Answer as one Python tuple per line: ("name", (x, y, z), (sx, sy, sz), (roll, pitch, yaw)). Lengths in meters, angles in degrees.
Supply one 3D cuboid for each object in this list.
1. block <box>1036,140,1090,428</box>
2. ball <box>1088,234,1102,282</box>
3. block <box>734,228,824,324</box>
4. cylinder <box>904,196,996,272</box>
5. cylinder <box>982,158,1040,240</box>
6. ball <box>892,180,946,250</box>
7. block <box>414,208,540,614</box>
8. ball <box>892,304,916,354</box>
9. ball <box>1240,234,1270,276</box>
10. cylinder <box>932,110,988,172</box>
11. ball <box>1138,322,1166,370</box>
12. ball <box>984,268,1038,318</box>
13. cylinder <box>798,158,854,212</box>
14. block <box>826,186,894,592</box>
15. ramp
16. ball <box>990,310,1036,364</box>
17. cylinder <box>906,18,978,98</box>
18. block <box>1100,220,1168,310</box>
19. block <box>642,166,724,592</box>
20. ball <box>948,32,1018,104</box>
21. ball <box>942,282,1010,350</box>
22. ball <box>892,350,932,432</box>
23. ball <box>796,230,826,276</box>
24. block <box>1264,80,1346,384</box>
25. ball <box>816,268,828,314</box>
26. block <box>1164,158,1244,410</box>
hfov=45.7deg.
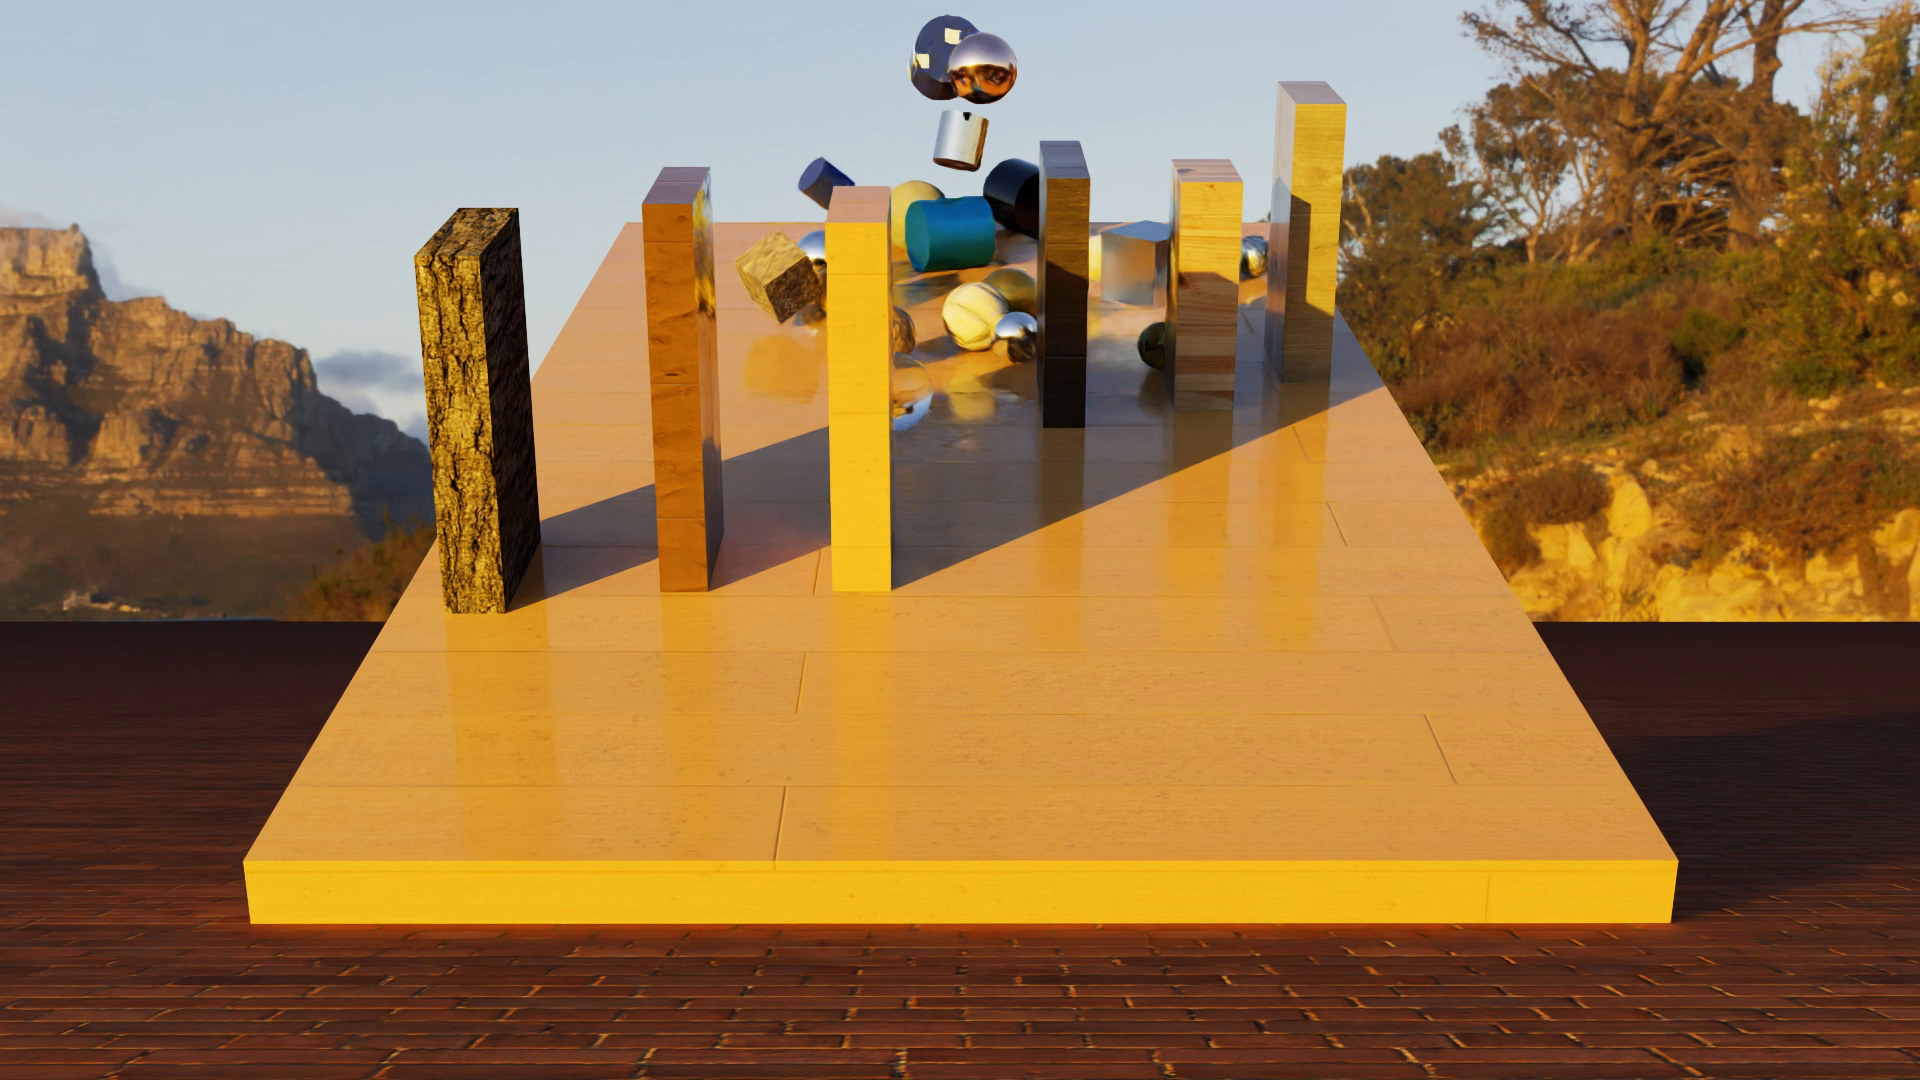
("block", (0.229, -0.581, 5.113), (0.092, 0.554, 0.427), (0, 21, 0))
("ball", (0.378, -0.757, 6.130), (0.129, 0.129, 0.129), (0, -2, 0))
("block", (-0.458, -0.666, 5.756), (0.141, 0.141, 0.141), (42, -16, 37))
("cylinder", (-0.028, -0.854, 6.344), (0.195, 0.195, 0.195), (-8, 1, -20))
("cylinder", (0.203, -1.012, 6.750), (0.204, 0.204, 0.204), (1, 18, -29))
("ball", (-0.126, -0.929, 6.529), (0.203, 0.203, 0.203), (0, -2, 0))
("block", (-0.855, -0.237, 4.070), (0.108, 0.643, 0.372), (0, 21, 0))
("ball", (-0.180, -0.488, 5.434), (0.152, 0.152, 0.152), (0, -2, 0))
("ball", (0.808, -0.783, 6.274), (0.114, 0.114, 0.114), (0, -2, 0))
("cylinder", (0.001, -1.160, 6.619), (0.141, 0.141, 0.141), (11, -2, 0))
("ball", (0.479, -0.462, 5.409), (0.115, 0.115, 0.115), (0, -2, 0))
("ball", (0.125, -0.600, 5.704), (0.163, 0.163, 0.163), (0, -2, 0))
("cylinder", (-0.373, -0.991, 6.364), (0.113, 0.113, 0.113), (35, -20, -29))
("block", (-0.178, -0.277, 4.133), (0.105, 0.676, 0.301), (0, 21, 0))
("ramp", (-0.005, -0.212, 5.061), (2.000, 0.100, 4.000), (0, 21, 0))
("ball", (0.135, -0.487, 5.469), (0.126, 0.126, 0.126), (0, -2, 0))
("cylinder", (-0.043, -1.417, 6.700), (0.201, 0.201, 0.201), (0, 2, -12))
("block", (0.502, -0.731, 6.038), (0.182, 0.182, 0.182), (19, 27, 40))
("block", (-0.497, -0.293, 4.127), (0.086, 0.709, 0.316), (0, 21, 0))
("ball", (0.064, -1.333, 6.437), (0.199, 0.199, 0.199), (0, -2, 0))
("ball", (0.039, -0.547, 5.571), (0.167, 0.167, 0.167), (0, -2, 0))
("ball", (-0.149, -0.323, 4.960), (0.178, 0.178, 0.178), (0, -2, 0))
("ball", (-0.367, -0.751, 6.111), (0.165, 0.165, 0.165), (0, -2, 0))
("block", (0.810, -0.728, 5.368), (0.114, 0.652, 0.314), (0, 21, 0))
("ball", (-0.308, -0.643, 5.861), (0.140, 0.140, 0.140), (0, -2, 0))
("block", (0.549, -0.581, 5.165), (0.134, 0.519, 0.257), (0, 21, 0))
